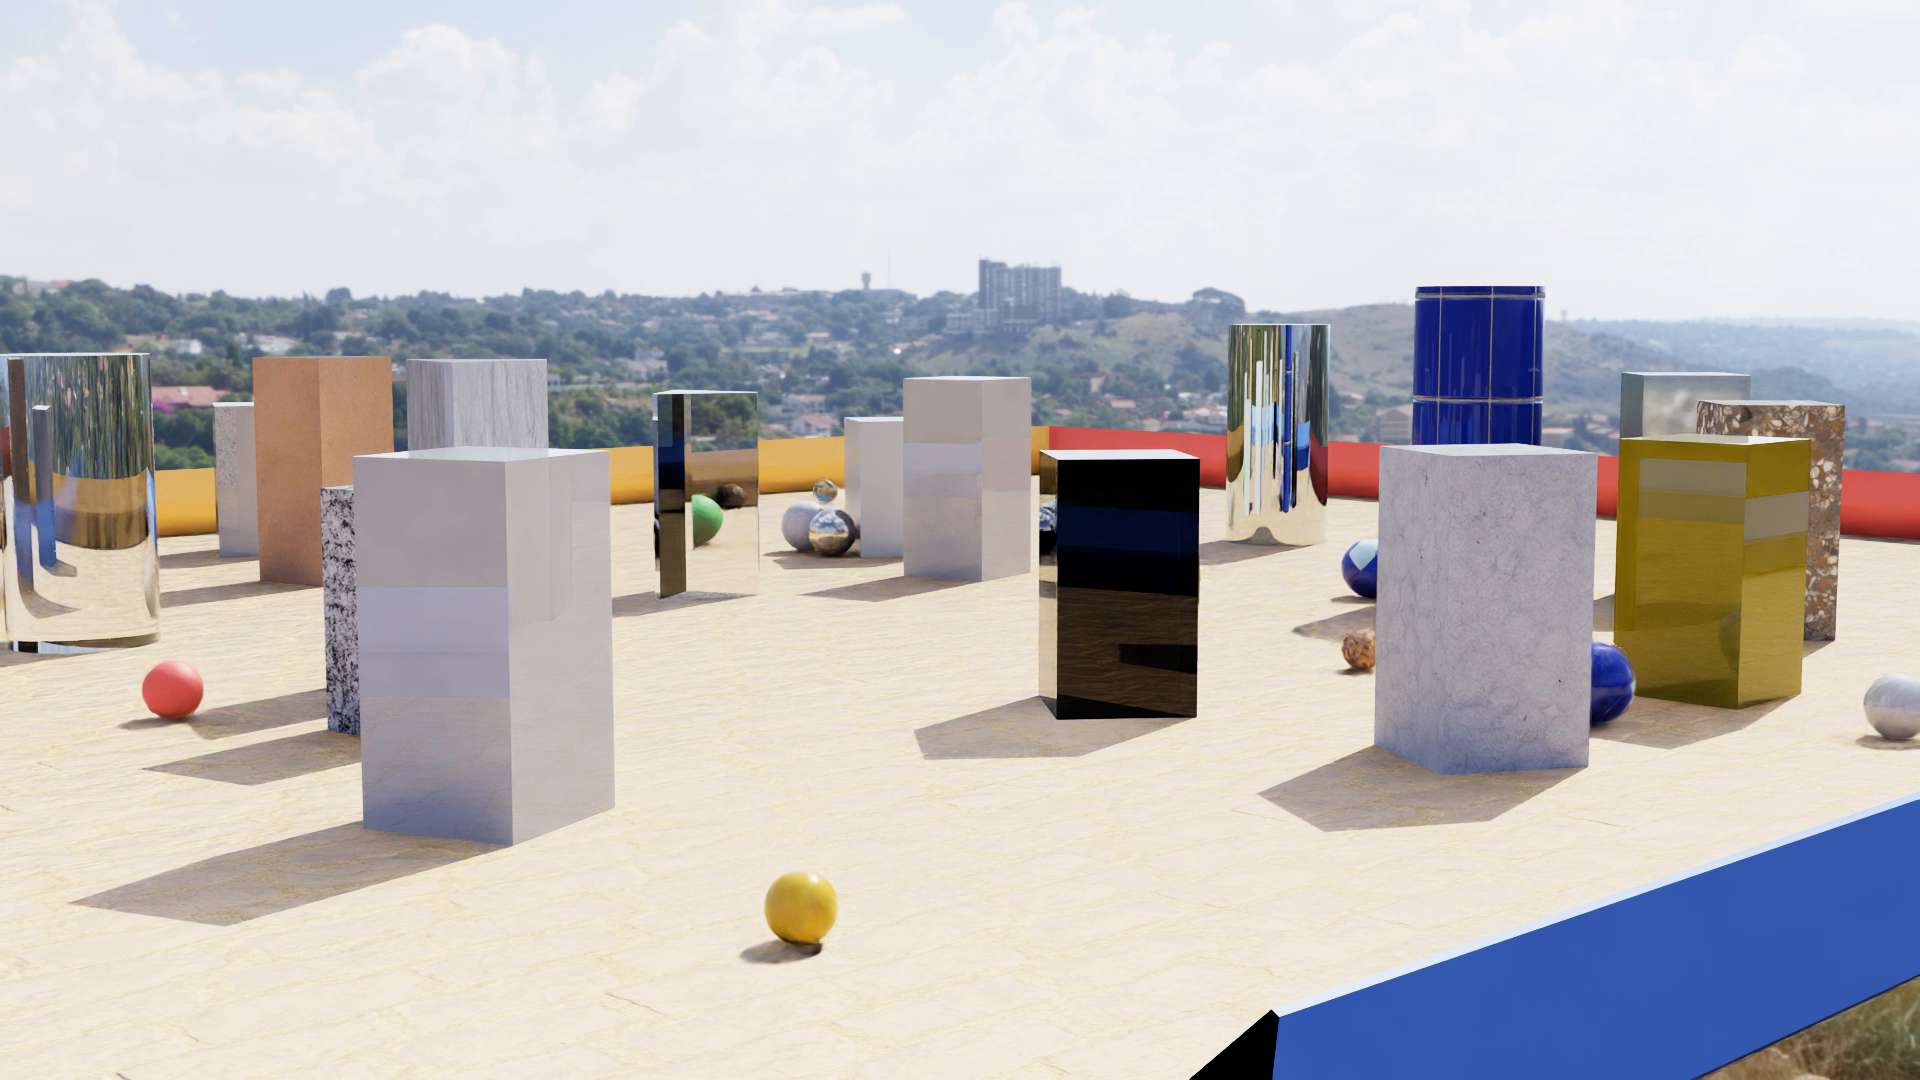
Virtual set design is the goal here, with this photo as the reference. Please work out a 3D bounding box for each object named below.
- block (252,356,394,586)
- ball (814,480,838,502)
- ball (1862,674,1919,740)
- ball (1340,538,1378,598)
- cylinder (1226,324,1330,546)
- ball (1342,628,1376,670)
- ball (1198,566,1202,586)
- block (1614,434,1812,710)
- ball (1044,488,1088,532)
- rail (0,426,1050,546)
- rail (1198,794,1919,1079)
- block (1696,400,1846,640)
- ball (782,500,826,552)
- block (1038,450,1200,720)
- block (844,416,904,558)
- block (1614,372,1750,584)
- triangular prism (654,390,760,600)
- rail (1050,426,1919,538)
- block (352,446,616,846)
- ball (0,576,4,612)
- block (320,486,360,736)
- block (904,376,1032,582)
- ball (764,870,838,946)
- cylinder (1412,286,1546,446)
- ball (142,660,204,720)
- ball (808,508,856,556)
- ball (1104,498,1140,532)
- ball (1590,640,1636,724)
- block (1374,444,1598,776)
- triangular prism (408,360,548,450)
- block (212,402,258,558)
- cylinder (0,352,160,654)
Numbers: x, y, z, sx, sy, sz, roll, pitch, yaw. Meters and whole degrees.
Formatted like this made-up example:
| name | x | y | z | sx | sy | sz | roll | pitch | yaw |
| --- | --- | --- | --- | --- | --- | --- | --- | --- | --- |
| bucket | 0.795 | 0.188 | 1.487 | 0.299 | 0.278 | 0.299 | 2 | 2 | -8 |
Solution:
| name | x | y | z | sx | sy | sz | roll | pitch | yaw |
| --- | --- | --- | --- | --- | --- | --- | --- | --- | --- |
| block | -1.045 | -0.118 | 3.623 | 0.155 | 0.366 | 0.155 | 4 | 7 | 32 |
| ball | -0.308 | -0.112 | 5.073 | 0.053 | 0.053 | 0.053 | 0 | 6 | 0 |
| ball | 0.975 | 0.173 | 2.285 | 0.068 | 0.068 | 0.068 | 0 | 6 | 0 |
| ball | 0.635 | 0.044 | 3.402 | 0.092 | 0.092 | 0.092 | 0 | 6 | 0 |
| cylinder | 0.609 | -0.205 | 4.219 | 0.194 | 0.416 | 0.194 | 0 | 6 | 0 |
| ball | 0.499 | 0.135 | 2.723 | 0.051 | 0.051 | 0.051 | 0 | 6 | 0 |
| ball | 0.340 | 0.055 | 3.408 | 0.067 | 0.067 | 0.067 | 0 | 6 | 0 |
| block | 0.869 | 0.031 | 2.544 | 0.155 | 0.296 | 0.155 | -6 | 8 | -44 |
| ball | 0.212 | -0.060 | 4.416 | 0.087 | 0.087 | 0.087 | 0 | 6 | 0 |
| rail | -1.216 | -0.105 | 4.643 | 4.016 | 0.126 | 0.045 | -6 | 8 | -42 |
| rail | 1.216 | 0.170 | 2.021 | 4.016 | 0.126 | 0.045 | -6 | 8 | -42 |
| block | 1.109 | -0.031 | 3.031 | 0.155 | 0.317 | 0.155 | 1 | 6 | 5 |
| ball | -0.283 | -0.026 | 4.055 | 0.093 | 0.093 | 0.093 | 0 | 6 | 0 |
| block | 0.175 | 0.046 | 2.461 | 0.155 | 0.284 | 0.155 | -1 | 6 | -5 |
| block | -0.122 | -0.100 | 4.034 | 0.155 | 0.245 | 0.155 | -1 | 6 | -14 |
| block | 1.101 | -0.080 | 3.360 | 0.155 | 0.347 | 0.155 | 0 | 6 | 5 |
| triangular prism | -0.420 | -0.075 | 3.453 | 0.168 | 0.316 | 0.145 | -3 | 7 | -26 |
| rail | 1.458 | -0.108 | 4.670 | 0.045 | 0.126 | 3.634 | -6 | 8 | -42 |
| block | -0.411 | 0.085 | 1.915 | 0.155 | 0.321 | 0.155 | 3 | 7 | 24 |
| ball | -1.383 | 0.076 | 3.070 | 0.096 | 0.096 | 0.096 | 0 | 6 | 0 |
| block | -0.564 | 0.071 | 2.343 | 0.155 | 0.258 | 0.155 | 3 | 7 | 30 |
| block | 0.013 | -0.106 | 3.689 | 0.155 | 0.330 | 0.155 | 4 | 7 | 33 |
| ball | -0.112 | 0.258 | 1.545 | 0.053 | 0.053 | 0.053 | 0 | 6 | 0 |
| cylinder | 0.792 | -0.148 | 3.374 | 0.194 | 0.479 | 0.194 | 0 | 6 | 0 |
| ball | -0.857 | 0.163 | 2.395 | 0.064 | 0.064 | 0.064 | 0 | 6 | 0 |
| ball | -0.231 | -0.014 | 3.981 | 0.086 | 0.086 | 0.086 | 0 | 6 | 0 |
| ball | 0.323 | -0.048 | 4.389 | 0.069 | 0.069 | 0.069 | 0 | 6 | 0 |
| ball | 0.679 | 0.153 | 2.364 | 0.090 | 0.090 | 0.090 | 0 | 6 | 0 |
| block | 0.519 | 0.063 | 2.185 | 0.155 | 0.307 | 0.155 | -2 | 6 | -14 |
| triangular prism | -0.608 | -0.025 | 2.655 | 0.145 | 0.384 | 0.168 | 4 | 7 | 31 |
| block | -1.284 | -0.113 | 4.034 | 0.155 | 0.272 | 0.155 | -2 | 6 | -20 |
| cylinder | -1.174 | -0.054 | 2.929 | 0.194 | 0.385 | 0.194 | 0 | 6 | 0 |
